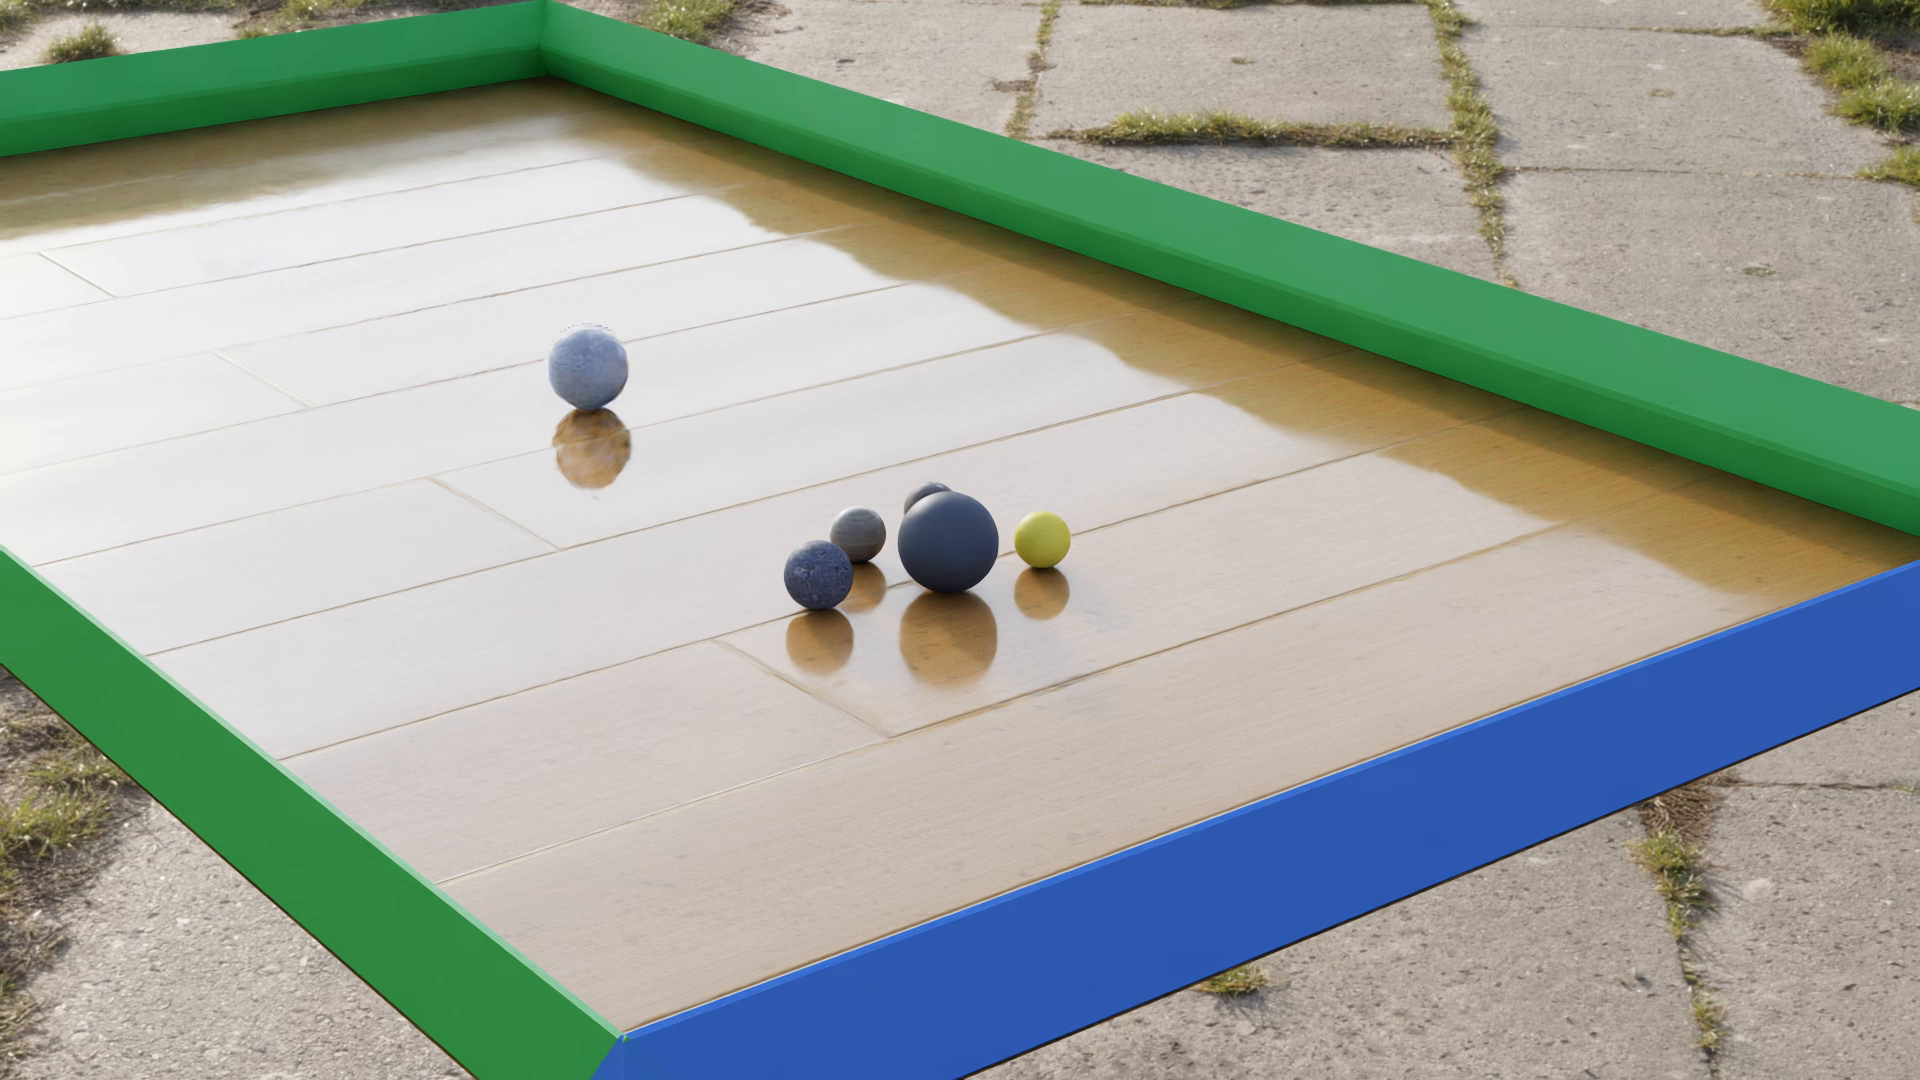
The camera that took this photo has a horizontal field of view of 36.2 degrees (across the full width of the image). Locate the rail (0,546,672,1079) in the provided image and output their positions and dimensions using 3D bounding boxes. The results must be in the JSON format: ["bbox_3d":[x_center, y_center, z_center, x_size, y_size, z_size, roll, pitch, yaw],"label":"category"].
[{"bbox_3d":[-0.981,-0.059,2.656,0.045,0.114,2.675,-15,26,-34],"label":"rail"}]

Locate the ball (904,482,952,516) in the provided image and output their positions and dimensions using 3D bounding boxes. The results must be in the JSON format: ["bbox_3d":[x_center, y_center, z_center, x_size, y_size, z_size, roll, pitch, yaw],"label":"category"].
[{"bbox_3d":[-0.026,-0.028,2.663,0.051,0.051,0.051,0,21,0],"label":"ball"}]

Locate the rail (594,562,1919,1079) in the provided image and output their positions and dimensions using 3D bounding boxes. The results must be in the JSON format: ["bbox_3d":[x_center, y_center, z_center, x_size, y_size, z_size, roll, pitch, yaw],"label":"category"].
[{"bbox_3d":[0.392,0.159,2.092,1.493,0.114,0.045,-15,26,-34],"label":"rail"}]

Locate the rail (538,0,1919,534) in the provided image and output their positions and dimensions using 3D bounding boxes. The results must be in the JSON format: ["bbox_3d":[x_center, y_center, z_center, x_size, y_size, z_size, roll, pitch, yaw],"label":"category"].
[{"bbox_3d":[0.168,-0.377,3.475,0.045,0.114,2.675,-15,26,-34],"label":"rail"}]

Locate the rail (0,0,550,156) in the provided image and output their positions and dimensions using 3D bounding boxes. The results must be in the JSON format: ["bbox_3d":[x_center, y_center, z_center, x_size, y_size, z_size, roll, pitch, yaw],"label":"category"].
[{"bbox_3d":[-1.204,-0.596,4.038,1.493,0.114,0.045,-15,26,-34],"label":"rail"}]

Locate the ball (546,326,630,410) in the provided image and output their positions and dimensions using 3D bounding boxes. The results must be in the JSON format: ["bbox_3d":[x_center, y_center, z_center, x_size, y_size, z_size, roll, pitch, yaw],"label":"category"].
[{"bbox_3d":[-0.379,-0.176,2.999,0.084,0.084,0.084,0,21,0],"label":"ball"}]

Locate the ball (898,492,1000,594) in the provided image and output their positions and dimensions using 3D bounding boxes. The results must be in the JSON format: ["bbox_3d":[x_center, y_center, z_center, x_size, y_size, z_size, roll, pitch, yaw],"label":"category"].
[{"bbox_3d":[-0.010,0.002,2.536,0.088,0.088,0.088,0,21,0],"label":"ball"}]

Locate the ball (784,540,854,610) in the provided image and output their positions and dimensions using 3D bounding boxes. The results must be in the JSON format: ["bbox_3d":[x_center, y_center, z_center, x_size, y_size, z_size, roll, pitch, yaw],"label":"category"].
[{"bbox_3d":[-0.120,0.030,2.503,0.060,0.060,0.060,0,21,0],"label":"ball"}]

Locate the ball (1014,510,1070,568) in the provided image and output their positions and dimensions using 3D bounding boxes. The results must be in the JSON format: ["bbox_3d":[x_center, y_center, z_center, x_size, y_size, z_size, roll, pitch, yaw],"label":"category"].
[{"bbox_3d":[0.073,0.000,2.594,0.051,0.051,0.051,0,21,0],"label":"ball"}]

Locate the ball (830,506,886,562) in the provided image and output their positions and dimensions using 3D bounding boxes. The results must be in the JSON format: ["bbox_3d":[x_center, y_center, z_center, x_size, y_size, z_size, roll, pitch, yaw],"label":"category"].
[{"bbox_3d":[-0.091,-0.005,2.607,0.051,0.051,0.051,0,21,0],"label":"ball"}]
